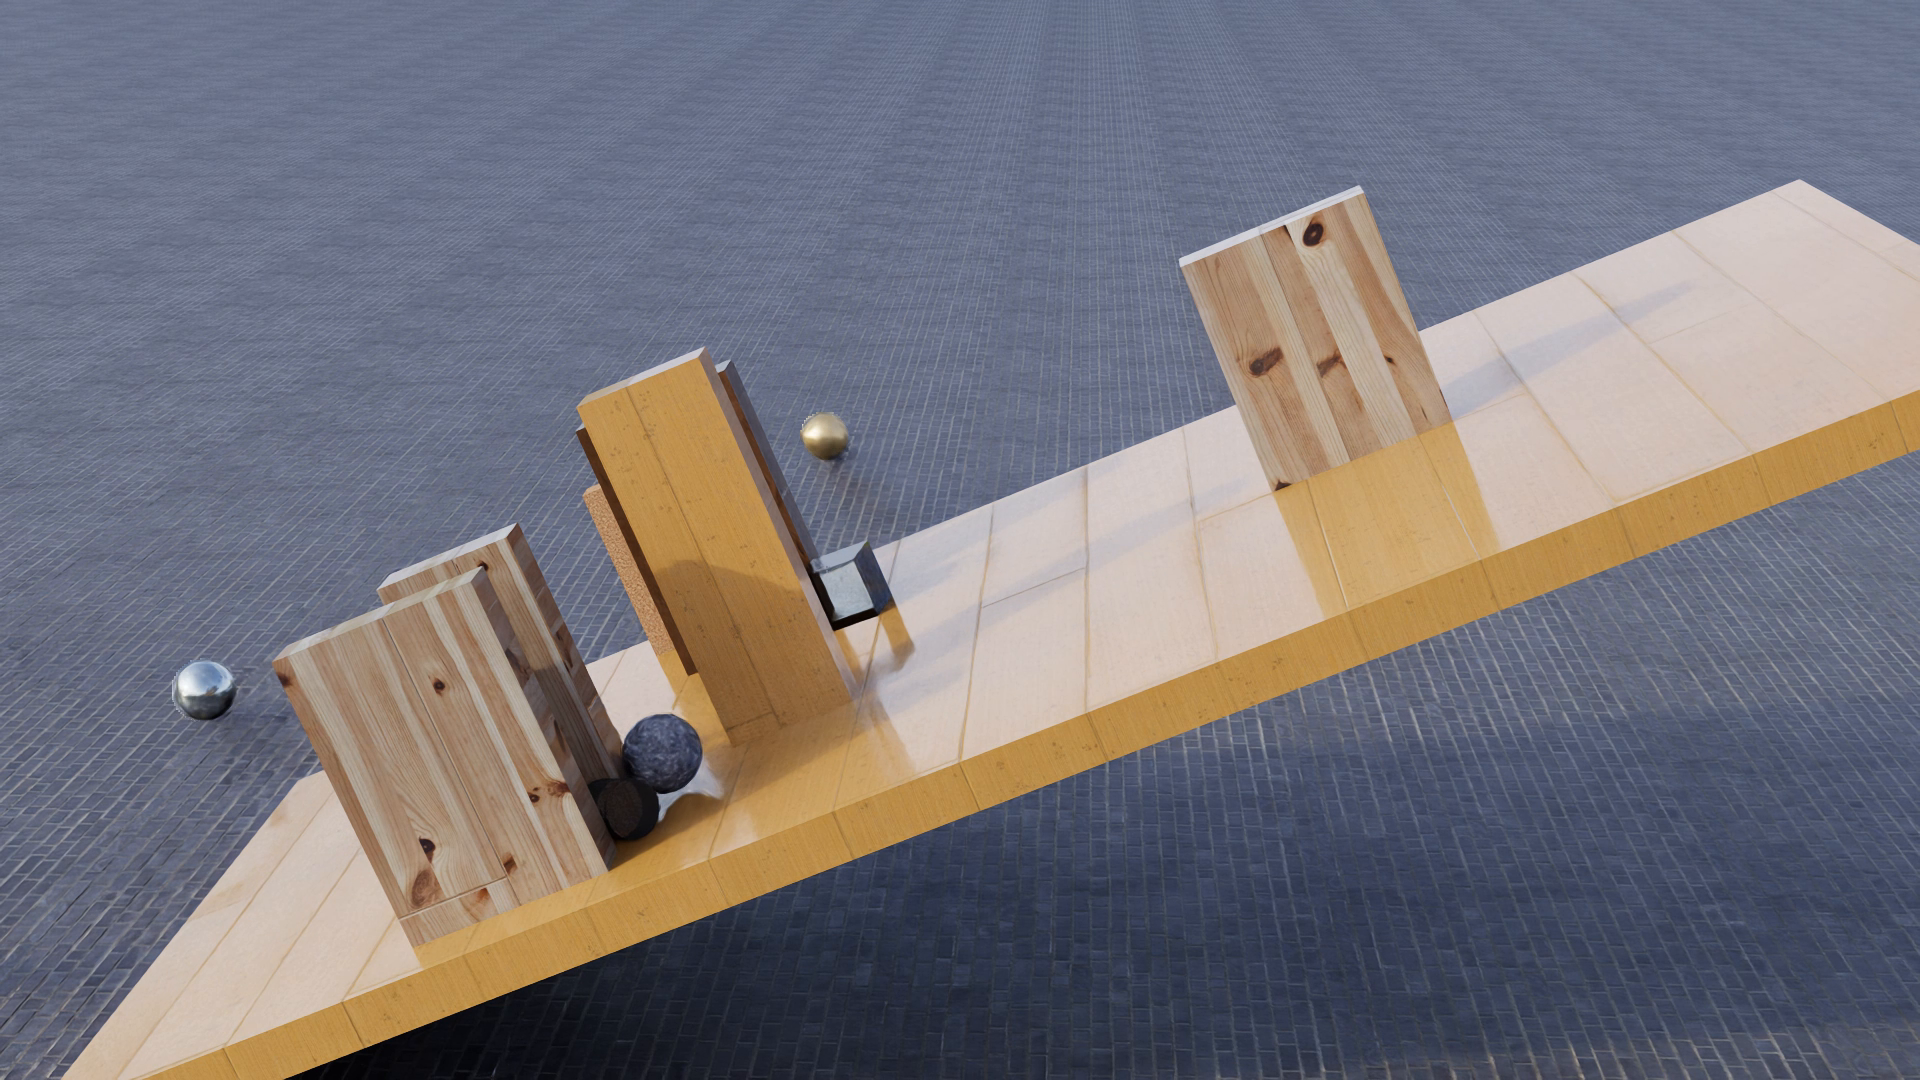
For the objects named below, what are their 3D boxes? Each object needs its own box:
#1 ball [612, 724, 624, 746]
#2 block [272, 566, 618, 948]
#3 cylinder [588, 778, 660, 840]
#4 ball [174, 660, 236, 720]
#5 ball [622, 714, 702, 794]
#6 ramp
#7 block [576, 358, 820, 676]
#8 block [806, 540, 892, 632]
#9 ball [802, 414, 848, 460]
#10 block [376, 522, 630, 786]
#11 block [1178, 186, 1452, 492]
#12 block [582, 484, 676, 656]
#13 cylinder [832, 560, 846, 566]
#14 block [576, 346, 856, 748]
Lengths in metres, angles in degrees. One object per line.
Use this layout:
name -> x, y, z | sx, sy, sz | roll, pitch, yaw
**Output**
ball -> -0.794, 0.448, 6.124 | 0.191, 0.191, 0.191 | 0, 14, 0
block -> -0.975, 0.415, 5.594 | 0.415, 0.616, 0.115 | -22, 12, 8
cylinder -> -0.667, 0.525, 5.742 | 0.117, 0.117, 0.117 | -11, 3, -36
ball -> -2.126, 0.424, 8.284 | 0.169, 0.169, 0.169 | 0, 14, 0
ball -> -0.595, 0.426, 5.878 | 0.160, 0.160, 0.160 | 0, 14, 0
ramp -> 0.128, 0.172, 6.287 | 4.000, 0.100, 2.000 | -22, 12, 8
block -> -0.579, -0.051, 6.805 | 0.373, 0.628, 0.138 | -22, 12, 8
block -> -0.262, 0.108, 6.698 | 0.143, 0.143, 0.143 | -20, 13, 18
ball -> -0.525, -0.404, 11.493 | 0.179, 0.179, 0.179 | 0, 14, 0
block -> -0.885, 0.312, 5.846 | 0.282, 0.625, 0.119 | -22, 12, 8
block -> 0.749, -0.422, 6.198 | 0.406, 0.520, 0.113 | -22, 12, 8
block -> -0.631, 0.003, 7.126 | 0.415, 0.435, 0.080 | -22, 12, 8
cylinder -> -0.313, 0.147, 9.368 | 0.167, 0.167, 0.167 | -3, 15, -12
block -> -0.492, 0.017, 6.015 | 0.269, 0.775, 0.119 | -22, 12, 8
